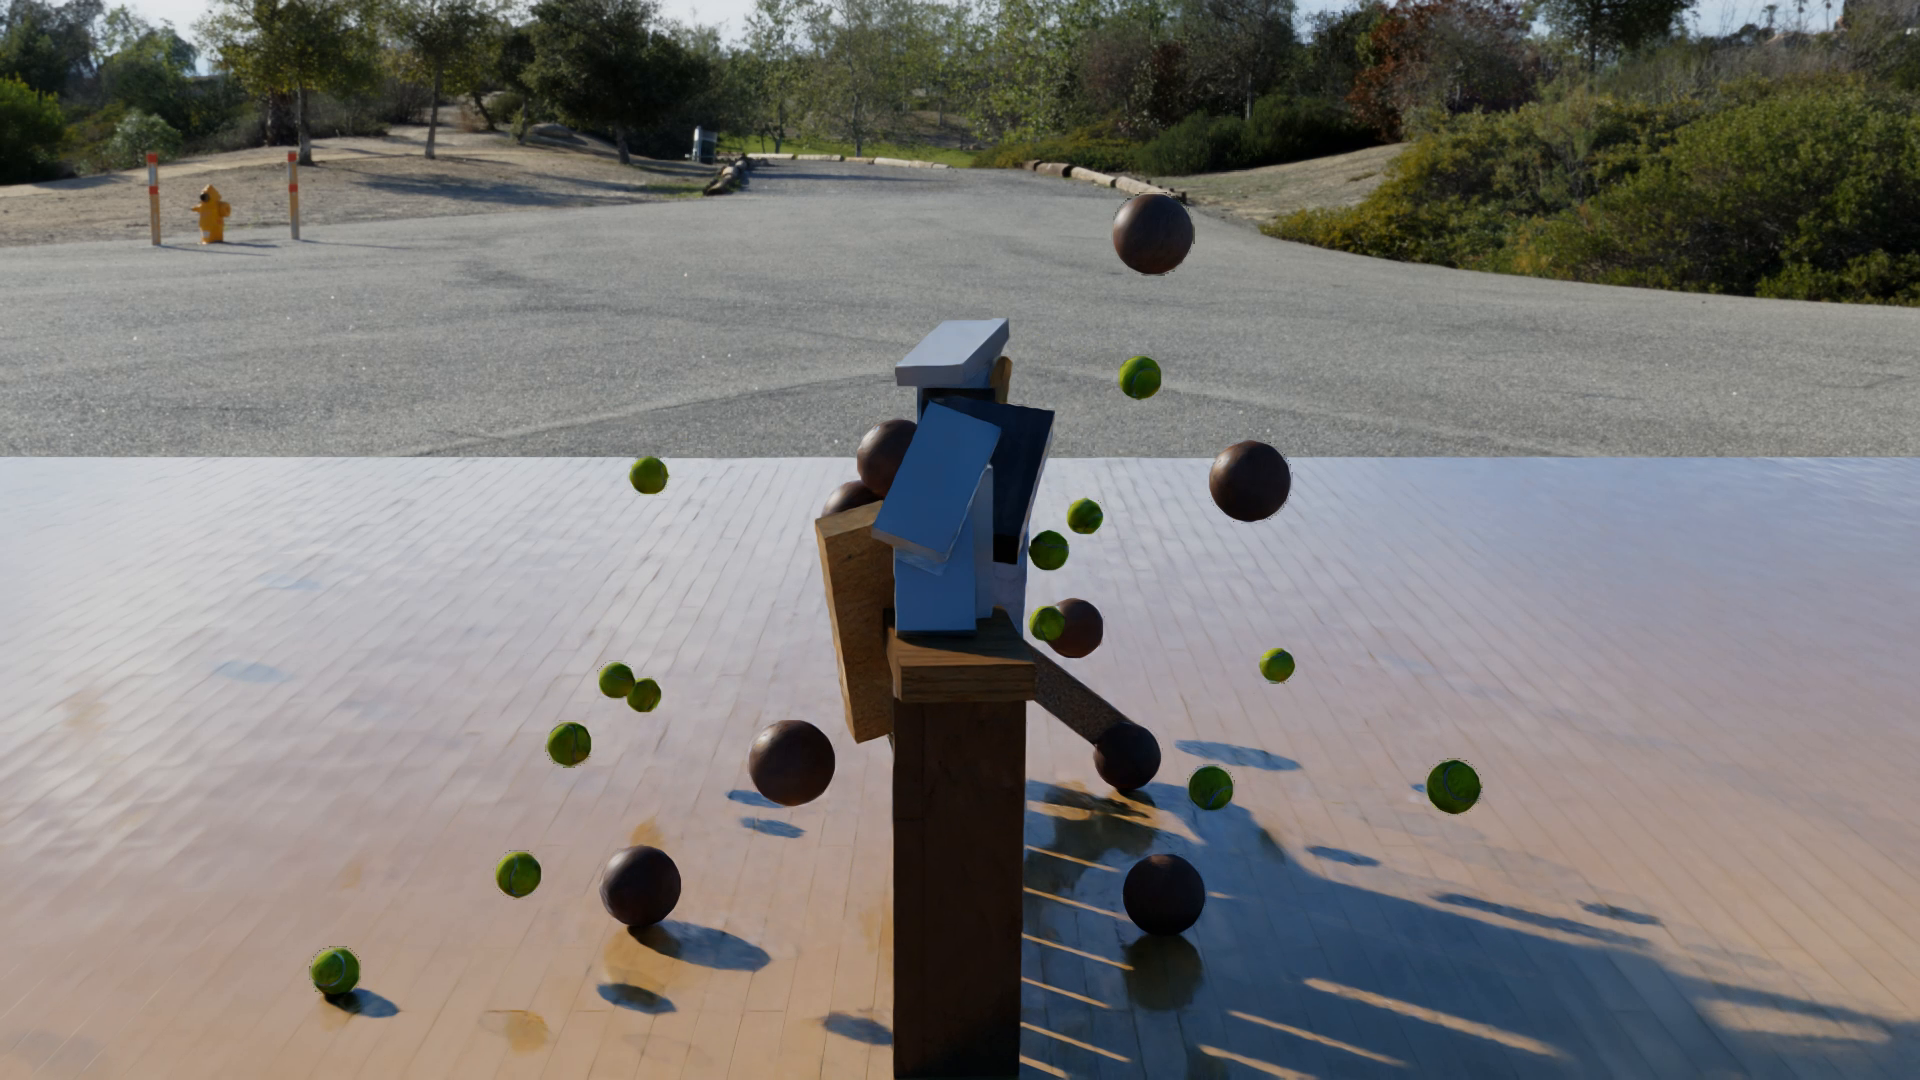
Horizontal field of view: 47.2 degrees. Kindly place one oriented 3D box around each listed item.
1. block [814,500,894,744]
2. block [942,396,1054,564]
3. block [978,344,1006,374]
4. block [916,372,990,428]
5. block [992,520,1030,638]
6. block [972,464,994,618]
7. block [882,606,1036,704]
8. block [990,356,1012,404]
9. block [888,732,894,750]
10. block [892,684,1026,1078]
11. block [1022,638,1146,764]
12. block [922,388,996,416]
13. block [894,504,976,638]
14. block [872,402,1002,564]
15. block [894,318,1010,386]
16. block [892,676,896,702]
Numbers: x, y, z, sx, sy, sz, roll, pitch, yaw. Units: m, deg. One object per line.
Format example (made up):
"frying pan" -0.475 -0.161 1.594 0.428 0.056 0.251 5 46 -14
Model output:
"block" -0.097 0.112 3.136 0.170 0.376 0.048 -16 38 -13
"block" 0.030 -0.094 3.249 0.170 0.048 0.339 9 36 7
"block" 0.020 -0.351 4.082 0.105 0.030 0.210 -4 22 12
"block" -0.013 -0.192 3.890 0.128 0.036 0.256 0 50 1
"block" 0.019 0.032 3.398 0.170 0.339 0.048 3 11 0
"block" -0.008 0.003 3.013 0.104 0.209 0.030 0 9 -6
"block" -0.007 0.149 2.934 0.170 0.048 0.339 -1 11 -6
"block" 0.029 -0.236 4.078 0.105 0.210 0.030 2 -16 25
"block" -0.066 0.277 3.297 0.082 0.023 0.164 -15 7 0
"block" -0.003 0.455 2.909 0.170 0.541 0.048 0 15 -3
"block" 0.109 0.234 4.268 0.589 0.081 0.023 37 8 -12
"block" -0.003 -0.150 3.796 0.128 0.036 0.285 0 47 0
"block" -0.036 0.025 2.933 0.104 0.209 0.030 0 -20 -5
"block" -0.031 -0.078 2.939 0.104 0.209 0.030 21 -27 5
"block" -0.011 -0.341 3.976 0.128 0.036 0.257 0 24 21
"block" -0.009 0.314 3.113 0.170 0.339 0.048 0 15 -1
